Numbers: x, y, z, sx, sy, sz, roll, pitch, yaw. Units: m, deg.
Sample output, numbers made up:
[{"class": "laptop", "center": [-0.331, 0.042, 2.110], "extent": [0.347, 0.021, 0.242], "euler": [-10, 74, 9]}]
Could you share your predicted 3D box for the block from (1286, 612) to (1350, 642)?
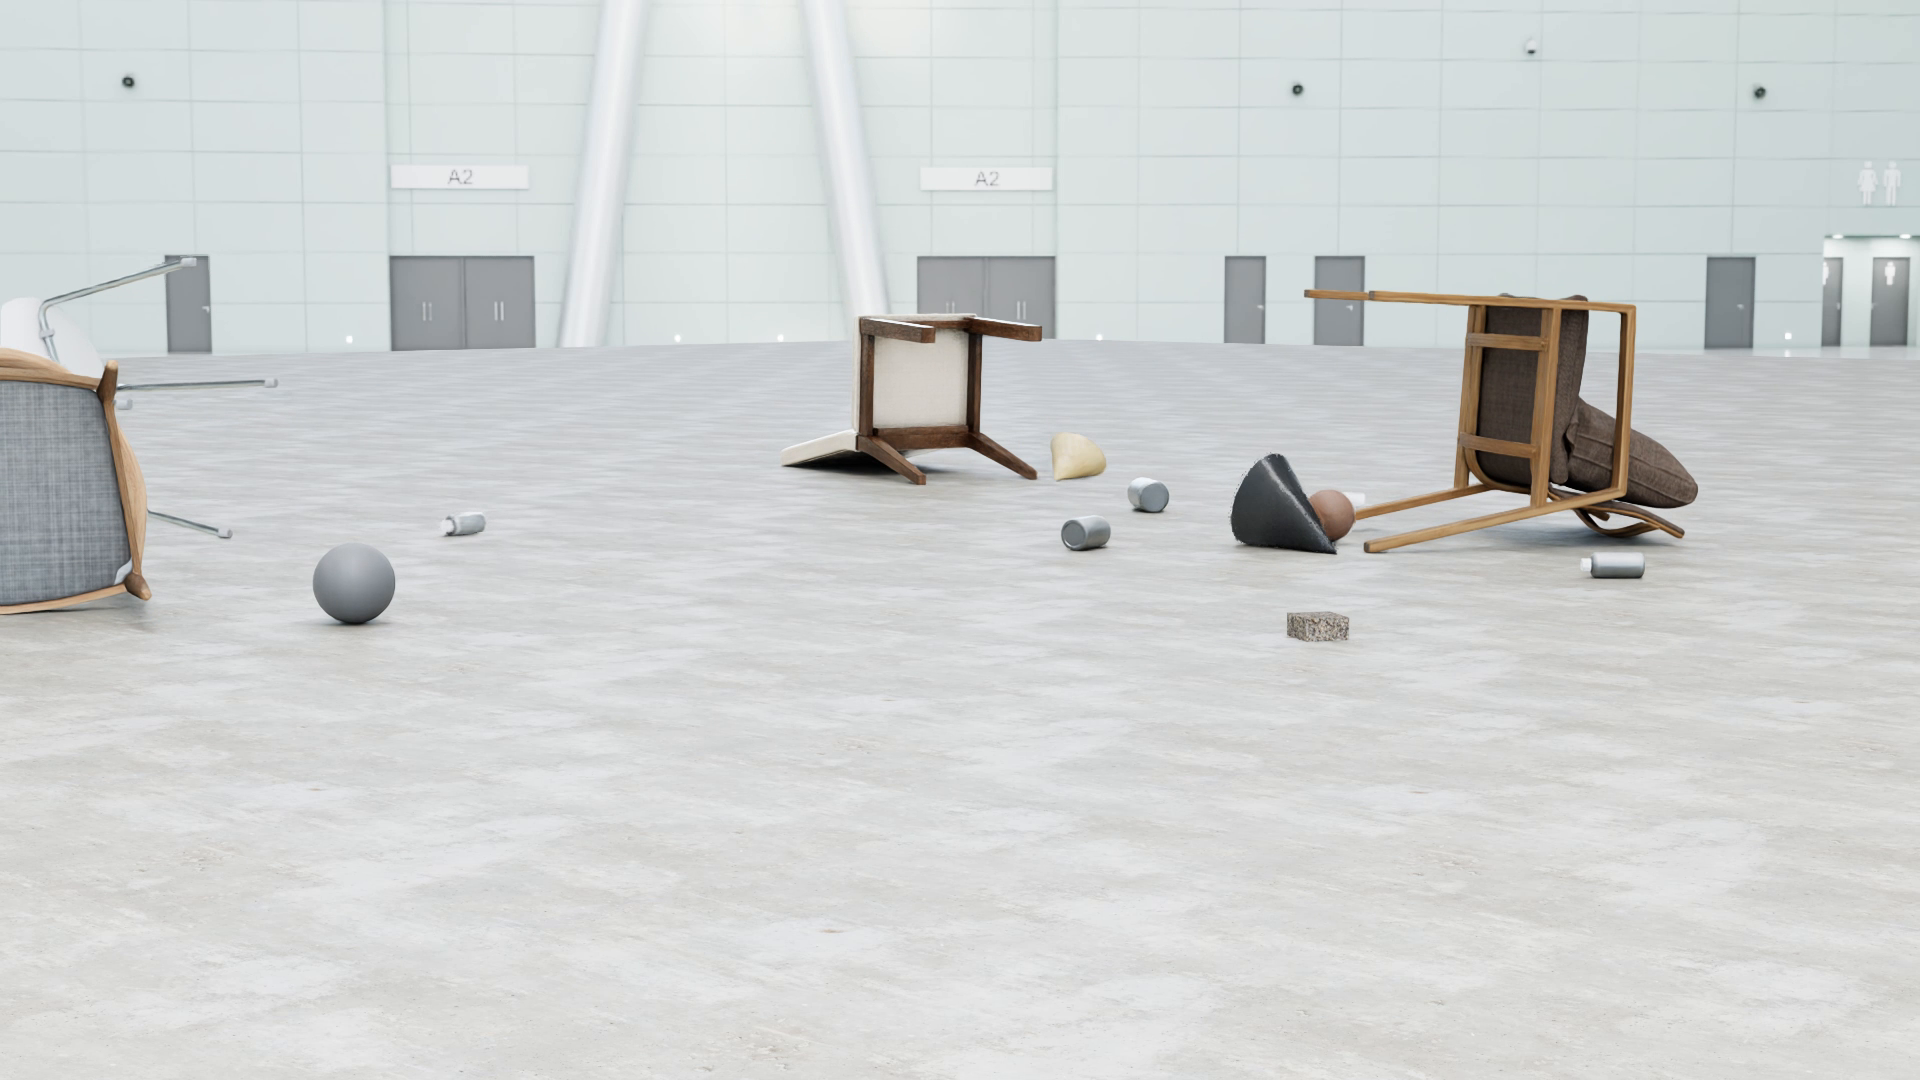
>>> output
[{"class": "block", "center": [0.653, 0.158, 4.680], "extent": [0.083, 0.041, 0.091], "euler": [-2, 6, -15]}]

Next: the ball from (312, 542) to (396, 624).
[{"class": "ball", "center": [-1.150, 0.082, 4.868], "extent": [0.154, 0.154, 0.154], "euler": [0, 6, 0]}]

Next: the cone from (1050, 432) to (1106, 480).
[{"class": "cone", "center": [0.348, -0.236, 8.344], "extent": [0.204, 0.140, 0.215], "euler": [29, 34, 9]}]

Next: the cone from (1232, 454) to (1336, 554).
[{"class": "cone", "center": [0.815, -0.033, 6.172], "extent": [0.180, 0.249, 0.288], "euler": [-7, 33, -35]}]
